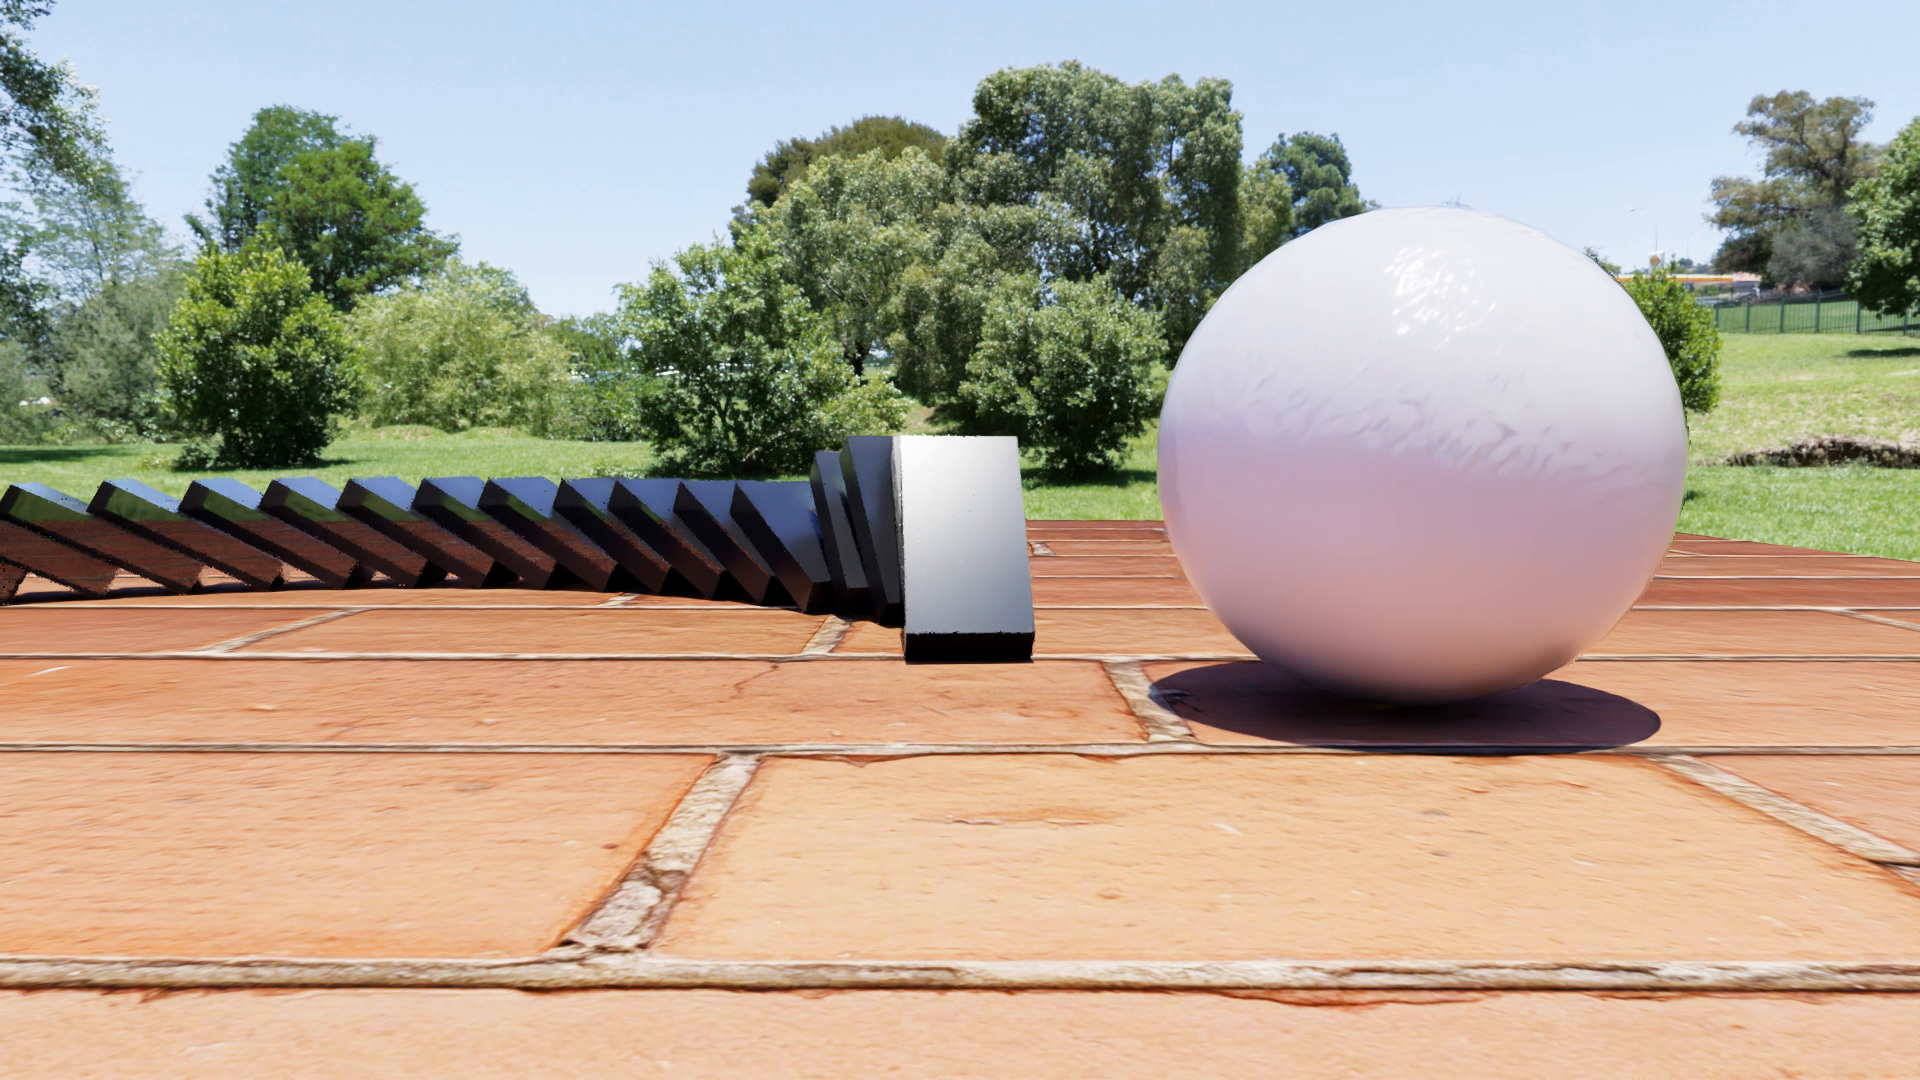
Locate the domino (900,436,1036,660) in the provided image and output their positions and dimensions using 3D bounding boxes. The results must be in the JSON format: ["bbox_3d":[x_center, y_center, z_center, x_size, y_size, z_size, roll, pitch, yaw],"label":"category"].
[{"bbox_3d":[0.001,0.001,0.266,0.025,0.050,0.009,0,-36,-4],"label":"domino"}]

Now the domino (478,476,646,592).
[{"bbox_3d":[-0.116,-0.002,0.384,0.050,0.009,0.025,31,14,16],"label":"domino"}]

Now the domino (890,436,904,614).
[{"bbox_3d":[-0.002,-0.002,0.304,0.025,0.050,0.009,-1,-36,-8],"label":"domino"}]

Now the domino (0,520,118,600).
[{"bbox_3d":[-0.258,0.000,0.349,0.050,0.009,0.025,30,-12,-30],"label":"domino"}]

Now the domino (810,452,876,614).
[{"bbox_3d":[-0.022,-0.002,0.330,0.025,0.009,0.050,1,44,-20],"label":"domino"}]

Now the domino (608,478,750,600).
[{"bbox_3d":[-0.076,-0.001,0.369,0.050,0.009,0.025,36,24,29],"label":"domino"}]

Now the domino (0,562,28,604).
[{"bbox_3d":[-0.274,0.001,0.334,0.050,0.009,0.025,32,-17,-35],"label":"domino"}]

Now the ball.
[{"bbox_3d":[0.072,-0.013,0.208,0.080,0.080,0.080,0,4,0],"label":"ball"}]

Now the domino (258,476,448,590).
[{"bbox_3d":[-0.180,-0.003,0.386,0.050,0.010,0.025,29,3,-3],"label":"domino"}]

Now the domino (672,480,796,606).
[{"bbox_3d":[-0.056,0.000,0.357,0.025,0.010,0.050,-4,34,-43],"label":"domino"}]

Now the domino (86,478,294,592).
[{"bbox_3d":[-0.221,-0.002,0.373,0.050,0.009,0.025,29,-5,-18],"label":"domino"}]

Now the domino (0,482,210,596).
[{"bbox_3d":[-0.240,-0.001,0.363,0.050,0.009,0.025,28,-7,-22],"label":"domino"}]

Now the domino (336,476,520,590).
[{"bbox_3d":[-0.159,-0.003,0.389,0.050,0.009,0.025,29,7,3],"label":"domino"}]

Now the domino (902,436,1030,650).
[{"bbox_3d":[0.000,0.000,0.278,0.025,0.050,0.009,0,-36,-4],"label":"domino"}]

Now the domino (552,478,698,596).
[{"bbox_3d":[-0.094,-0.002,0.379,0.050,0.009,0.025,35,21,26],"label":"domino"}]

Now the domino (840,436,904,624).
[{"bbox_3d":[-0.012,-0.003,0.316,0.025,0.050,0.009,-2,-35,-22],"label":"domino"}]

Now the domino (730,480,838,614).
[{"bbox_3d":[-0.040,0.001,0.343,0.025,0.009,0.050,-3,33,-34],"label":"domino"}]

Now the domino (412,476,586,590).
[{"bbox_3d":[-0.137,-0.003,0.388,0.050,0.009,0.025,30,11,11],"label":"domino"}]

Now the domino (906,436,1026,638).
[{"bbox_3d":[0.001,-0.001,0.291,0.025,0.050,0.009,0,-36,-4],"label":"domino"}]

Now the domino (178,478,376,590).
[{"bbox_3d":[-0.201,-0.002,0.382,0.050,0.009,0.025,28,1,-8],"label":"domino"}]
